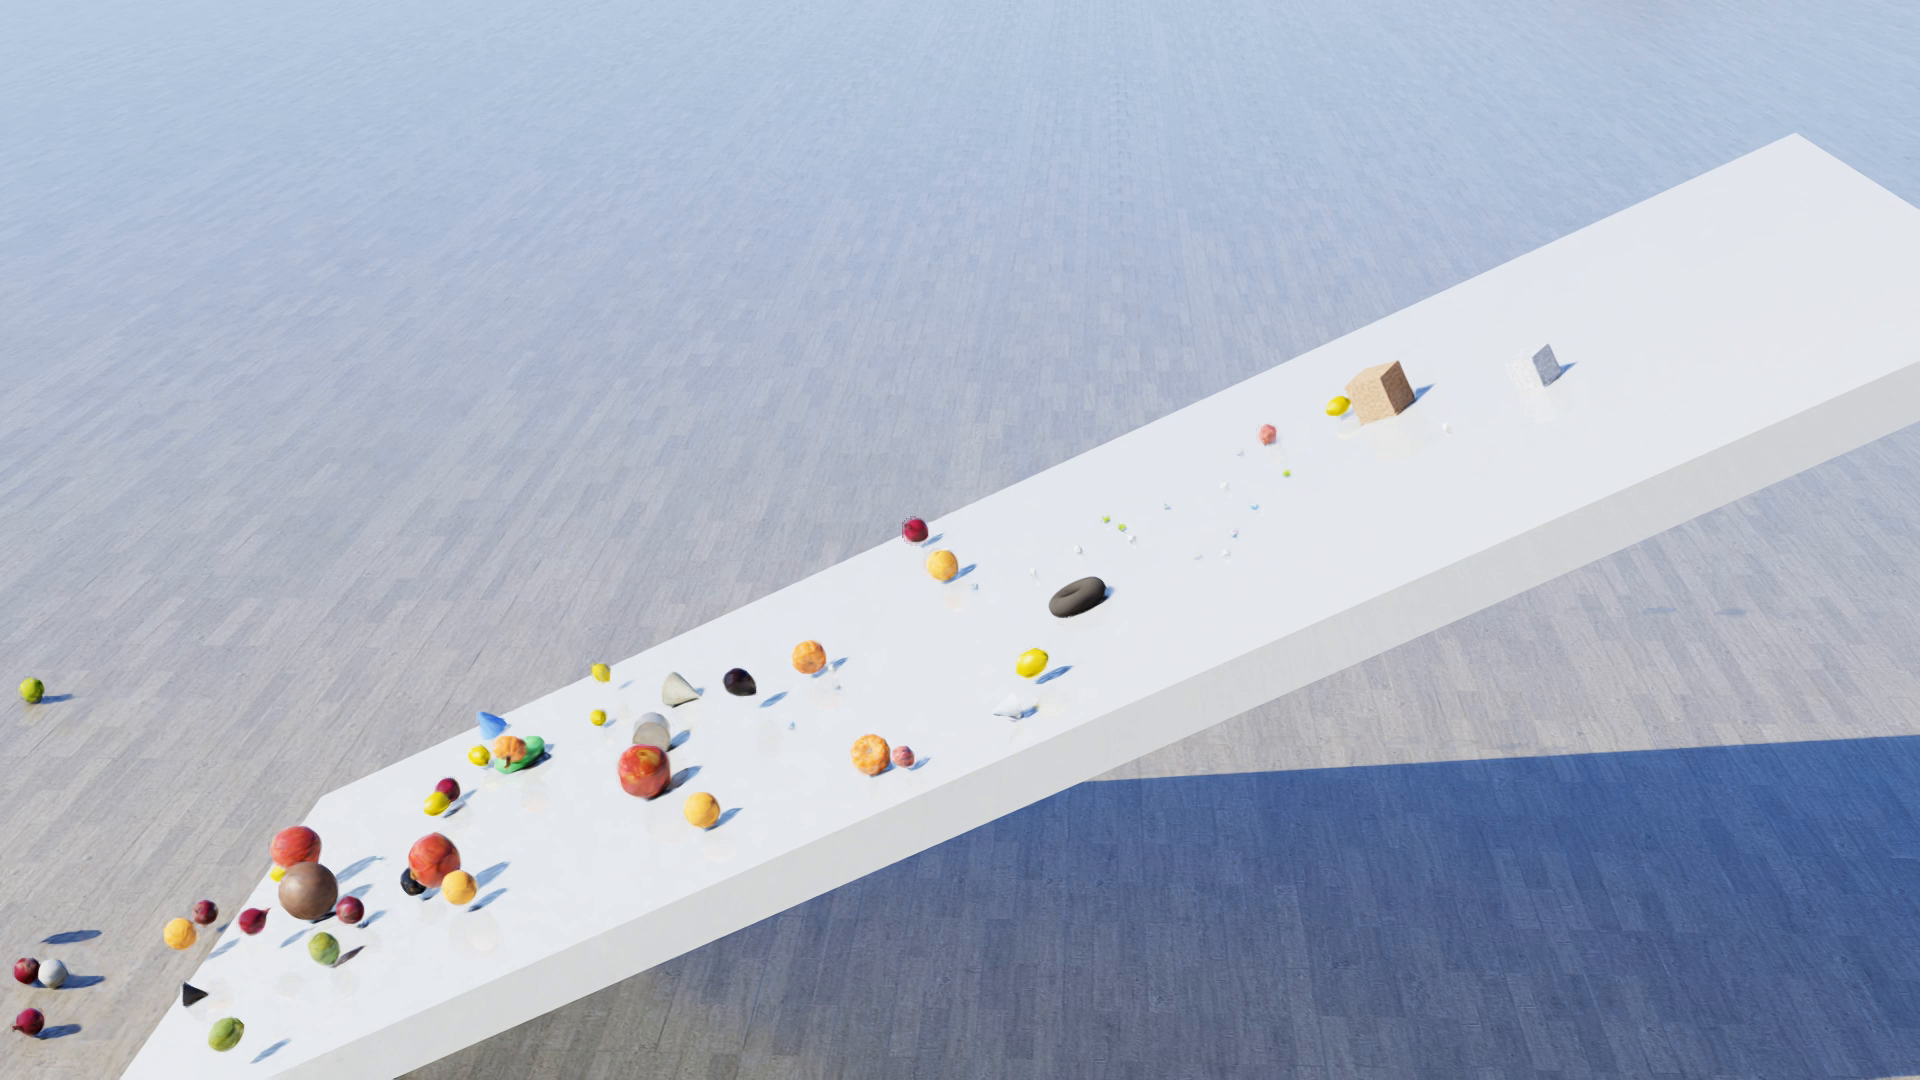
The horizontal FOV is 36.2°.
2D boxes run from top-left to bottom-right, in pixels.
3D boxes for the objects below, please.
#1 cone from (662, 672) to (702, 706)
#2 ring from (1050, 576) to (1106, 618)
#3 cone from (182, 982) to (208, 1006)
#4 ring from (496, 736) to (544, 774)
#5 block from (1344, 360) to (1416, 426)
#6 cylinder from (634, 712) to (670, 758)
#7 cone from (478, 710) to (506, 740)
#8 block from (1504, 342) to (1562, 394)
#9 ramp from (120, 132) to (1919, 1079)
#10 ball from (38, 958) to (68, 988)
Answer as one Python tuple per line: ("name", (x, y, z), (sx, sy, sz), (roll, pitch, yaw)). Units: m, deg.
("cone", (-0.625, 0.350, 6.728), (0.083, 0.083, 0.083), (13, 20, 27))
("ring", (0.238, 0.116, 5.980), (0.125, 0.042, 0.125), (-26, 13, 6))
("cone", (-1.630, 0.971, 6.286), (0.054, 0.054, 0.054), (0, 16, -6))
("ring", (-1.033, 0.503, 6.903), (0.128, 0.043, 0.128), (-26, 14, 7))
("block", (0.895, -0.314, 6.269), (0.092, 0.092, 0.092), (-14, 18, 42))
("cylinder", (-0.674, 0.426, 6.429), (0.081, 0.081, 0.081), (-2, 11, -6))
("cone", (-1.174, 0.445, 7.282), (0.071, 0.071, 0.071), (-21, 37, 17))
("block", (1.158, -0.347, 5.945), (0.070, 0.070, 0.070), (-11, 20, 49))
("ramp", (0.136, 0.169, 6.282), (4.000, 0.100, 2.000), (-24, 13, 9))
("ball", (-2.048, 0.978, 6.640), (0.065, 0.065, 0.065), (0, 16, 0))
